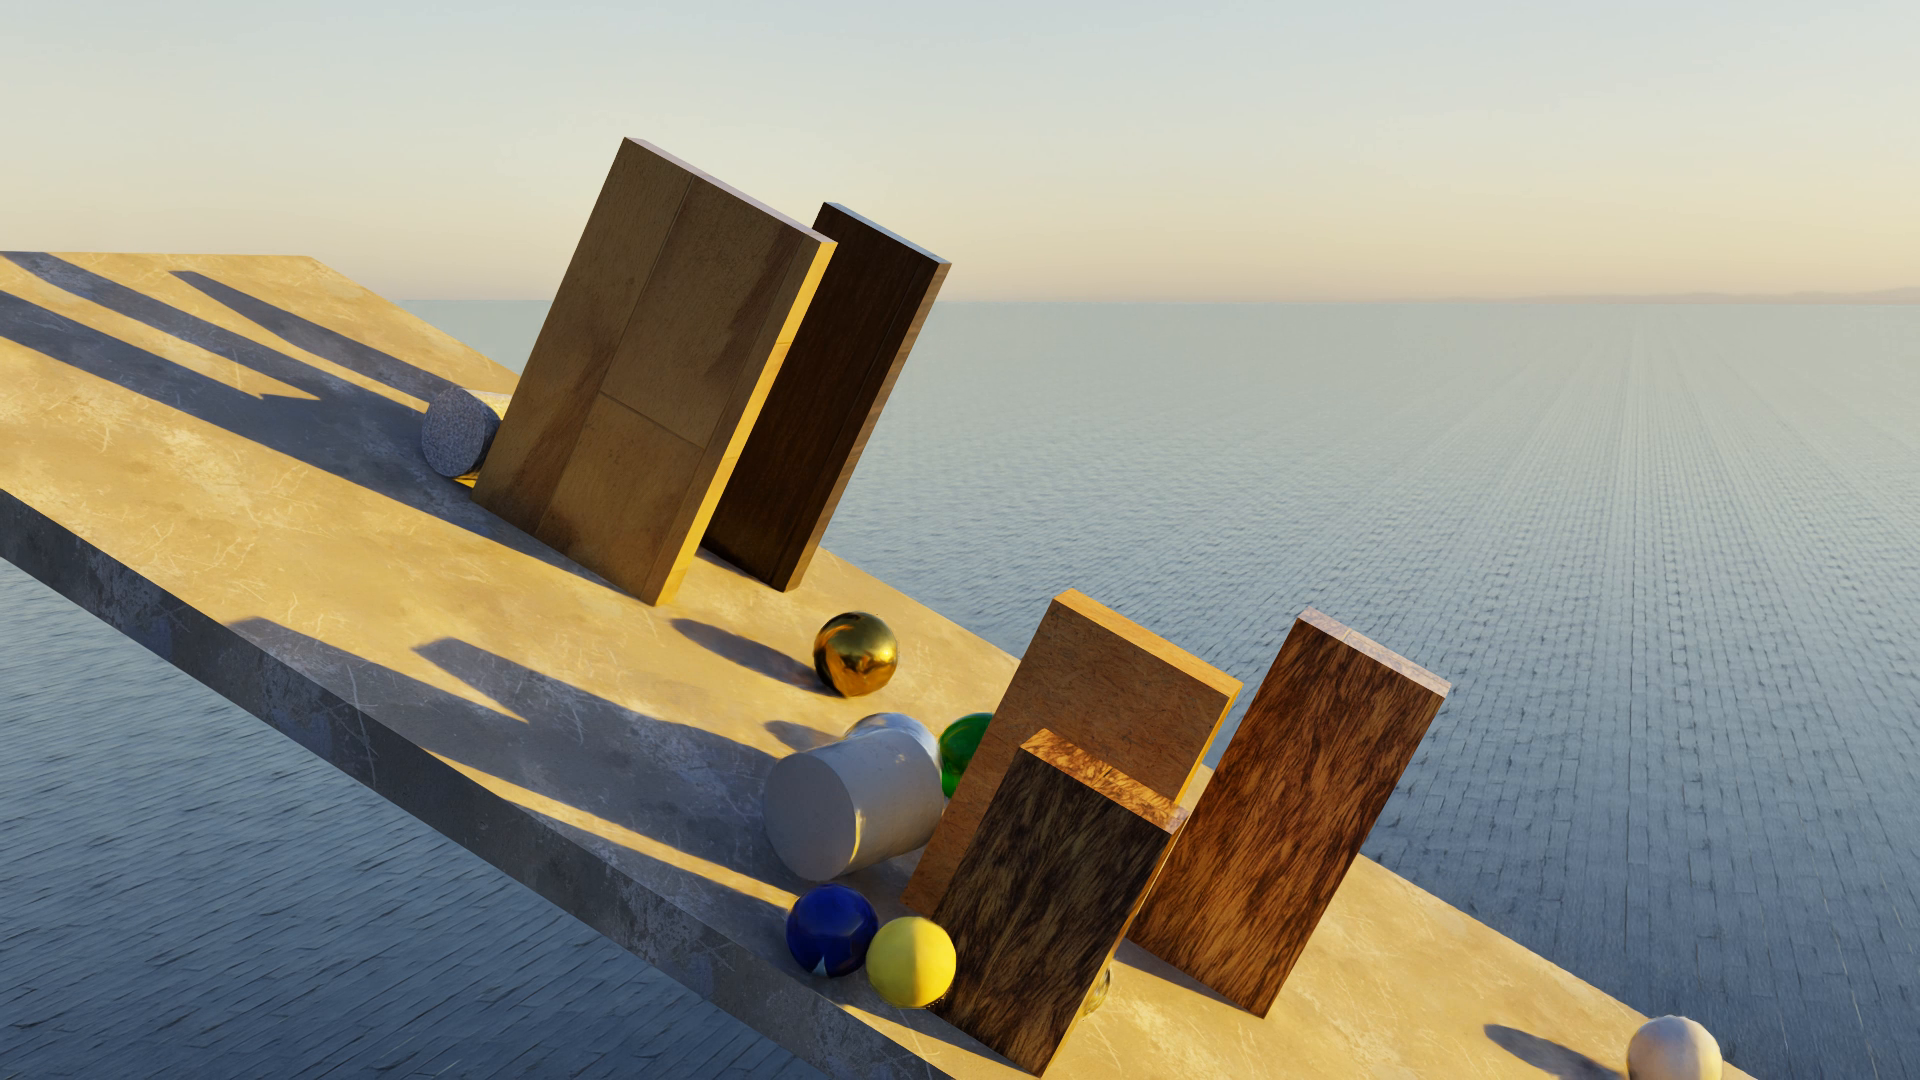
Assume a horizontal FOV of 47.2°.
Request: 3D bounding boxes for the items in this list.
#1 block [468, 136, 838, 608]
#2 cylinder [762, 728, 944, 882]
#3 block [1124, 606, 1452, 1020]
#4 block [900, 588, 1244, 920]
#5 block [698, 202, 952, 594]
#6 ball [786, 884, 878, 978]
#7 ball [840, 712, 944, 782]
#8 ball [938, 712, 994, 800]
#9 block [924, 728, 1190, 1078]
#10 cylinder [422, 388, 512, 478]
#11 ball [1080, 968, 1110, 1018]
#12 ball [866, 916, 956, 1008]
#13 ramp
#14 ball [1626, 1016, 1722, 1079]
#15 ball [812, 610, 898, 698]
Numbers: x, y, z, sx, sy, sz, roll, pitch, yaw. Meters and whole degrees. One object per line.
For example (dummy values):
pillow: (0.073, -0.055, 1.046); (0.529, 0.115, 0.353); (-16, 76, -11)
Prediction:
block: (-0.605, -0.323, 4.277); (0.448, 0.788, 0.087); (29, 14, 12)
cylinder: (-0.170, 0.419, 3.496); (0.204, 0.204, 0.204); (6, 11, 40)
block: (0.562, 0.468, 3.787); (0.274, 0.646, 0.134); (29, 14, 12)
block: (0.174, 0.403, 3.497); (0.312, 0.563, 0.121); (29, 14, 12)
block: (-0.320, -0.302, 4.711); (0.285, 0.790, 0.088); (29, 14, 12)
ball: (-0.184, 0.563, 3.169); (0.134, 0.134, 0.134); (0, 7, 0)
ball: (-0.124, 0.391, 3.786); (0.190, 0.190, 0.190); (0, 7, 0)
ball: (0.043, 0.408, 4.037); (0.186, 0.186, 0.186); (0, 7, 0)
block: (0.121, 0.531, 3.230); (0.249, 0.422, 0.135); (29, 14, 12)
cylinder: (-0.970, -0.213, 4.494); (0.179, 0.179, 0.179); (5, 0, 33)
ball: (0.169, 0.678, 3.401); (0.126, 0.126, 0.126); (0, 7, 0)
ball: (-0.069, 0.597, 3.115); (0.128, 0.128, 0.128); (0, 7, 0)
ramp: (-0.239, 0.400, 4.156); (4.000, 0.100, 2.000); (29, 14, 12)
ball: (1.384, 1.012, 4.262); (0.178, 0.178, 0.178); (0, 7, 0)
ball: (-0.204, 0.223, 4.304); (0.169, 0.169, 0.169); (0, 7, 0)
